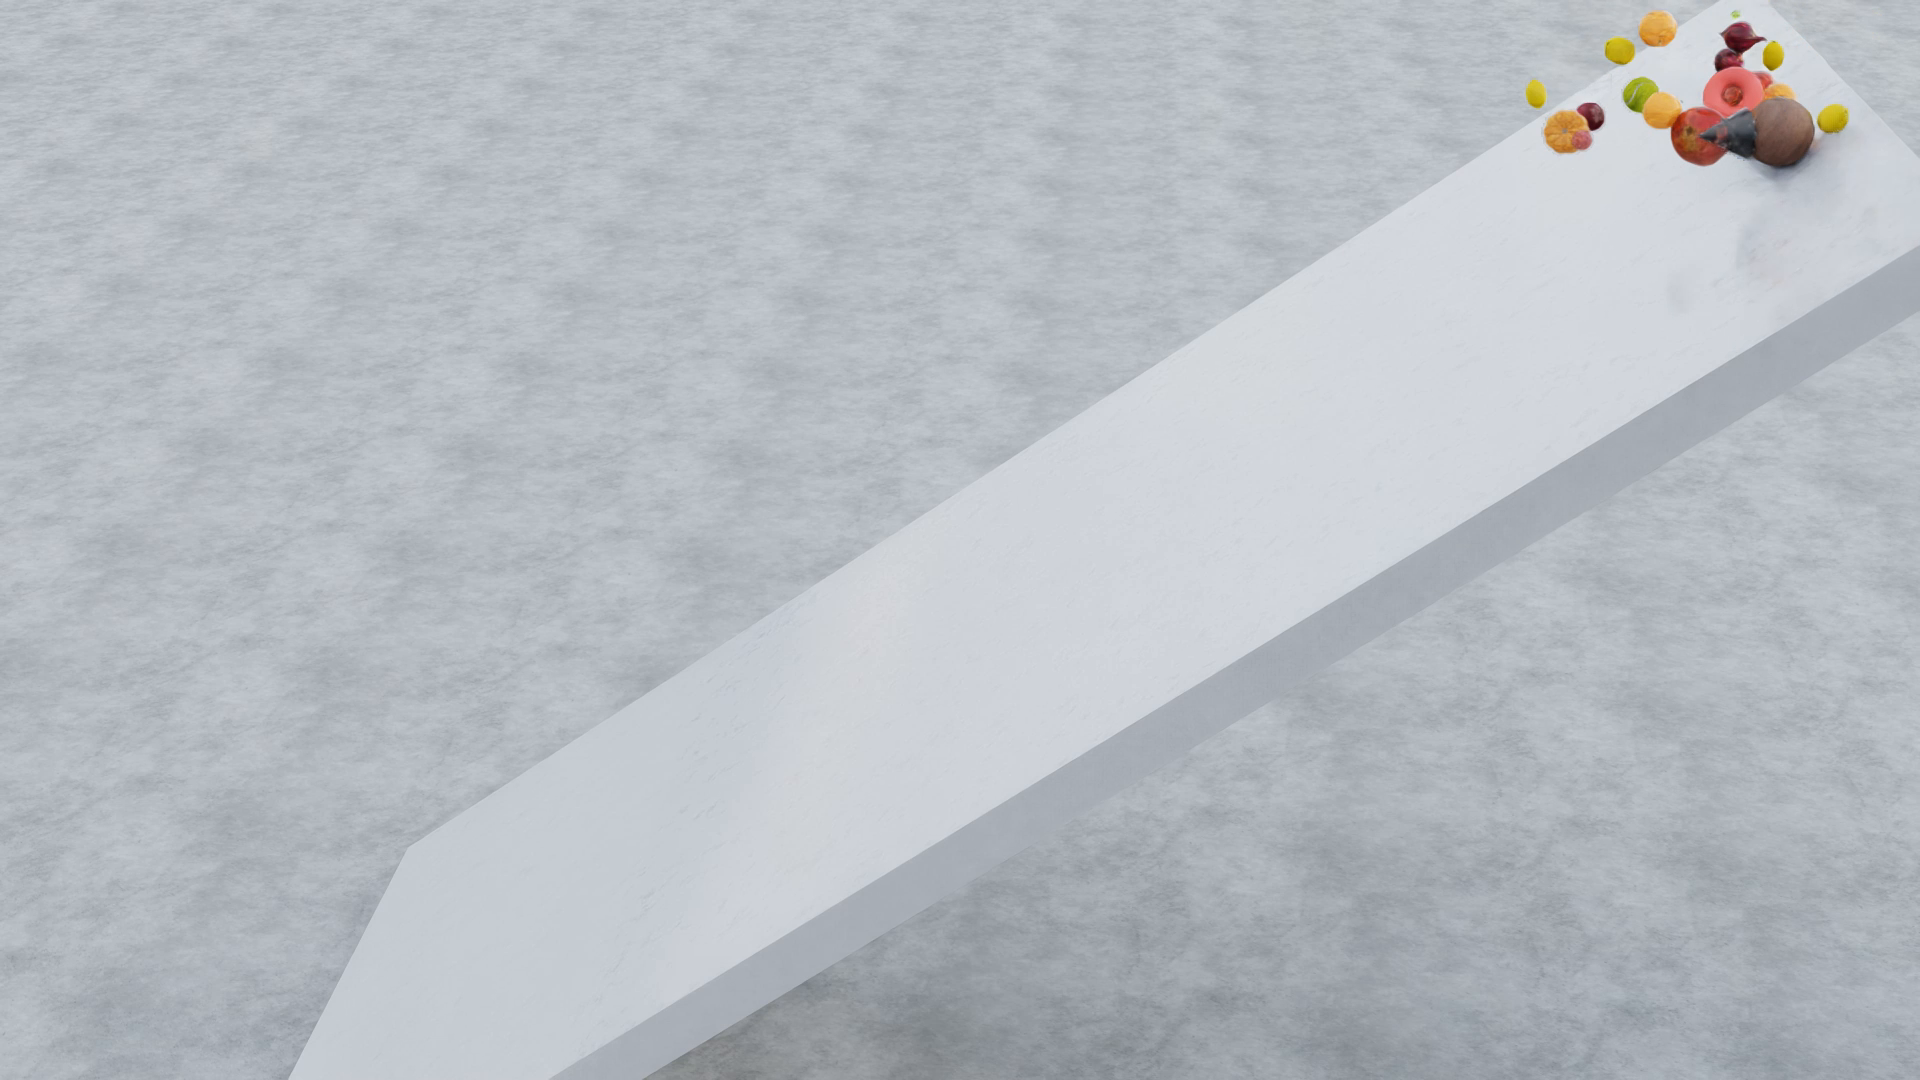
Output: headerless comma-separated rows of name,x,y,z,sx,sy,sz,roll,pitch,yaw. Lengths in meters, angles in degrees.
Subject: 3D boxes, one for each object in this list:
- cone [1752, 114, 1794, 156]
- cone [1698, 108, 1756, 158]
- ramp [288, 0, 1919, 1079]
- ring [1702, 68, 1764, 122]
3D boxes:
cone,1.573,-0.793,5.708,0.096,0.096,0.096,-5,17,28
cone,1.431,-0.762,5.529,0.096,0.096,0.096,-5,22,-7
ramp,0.135,0.175,6.308,4.000,0.100,2.000,-33,16,15
ring,1.493,-0.856,5.677,0.114,0.114,0.038,8,-1,19
